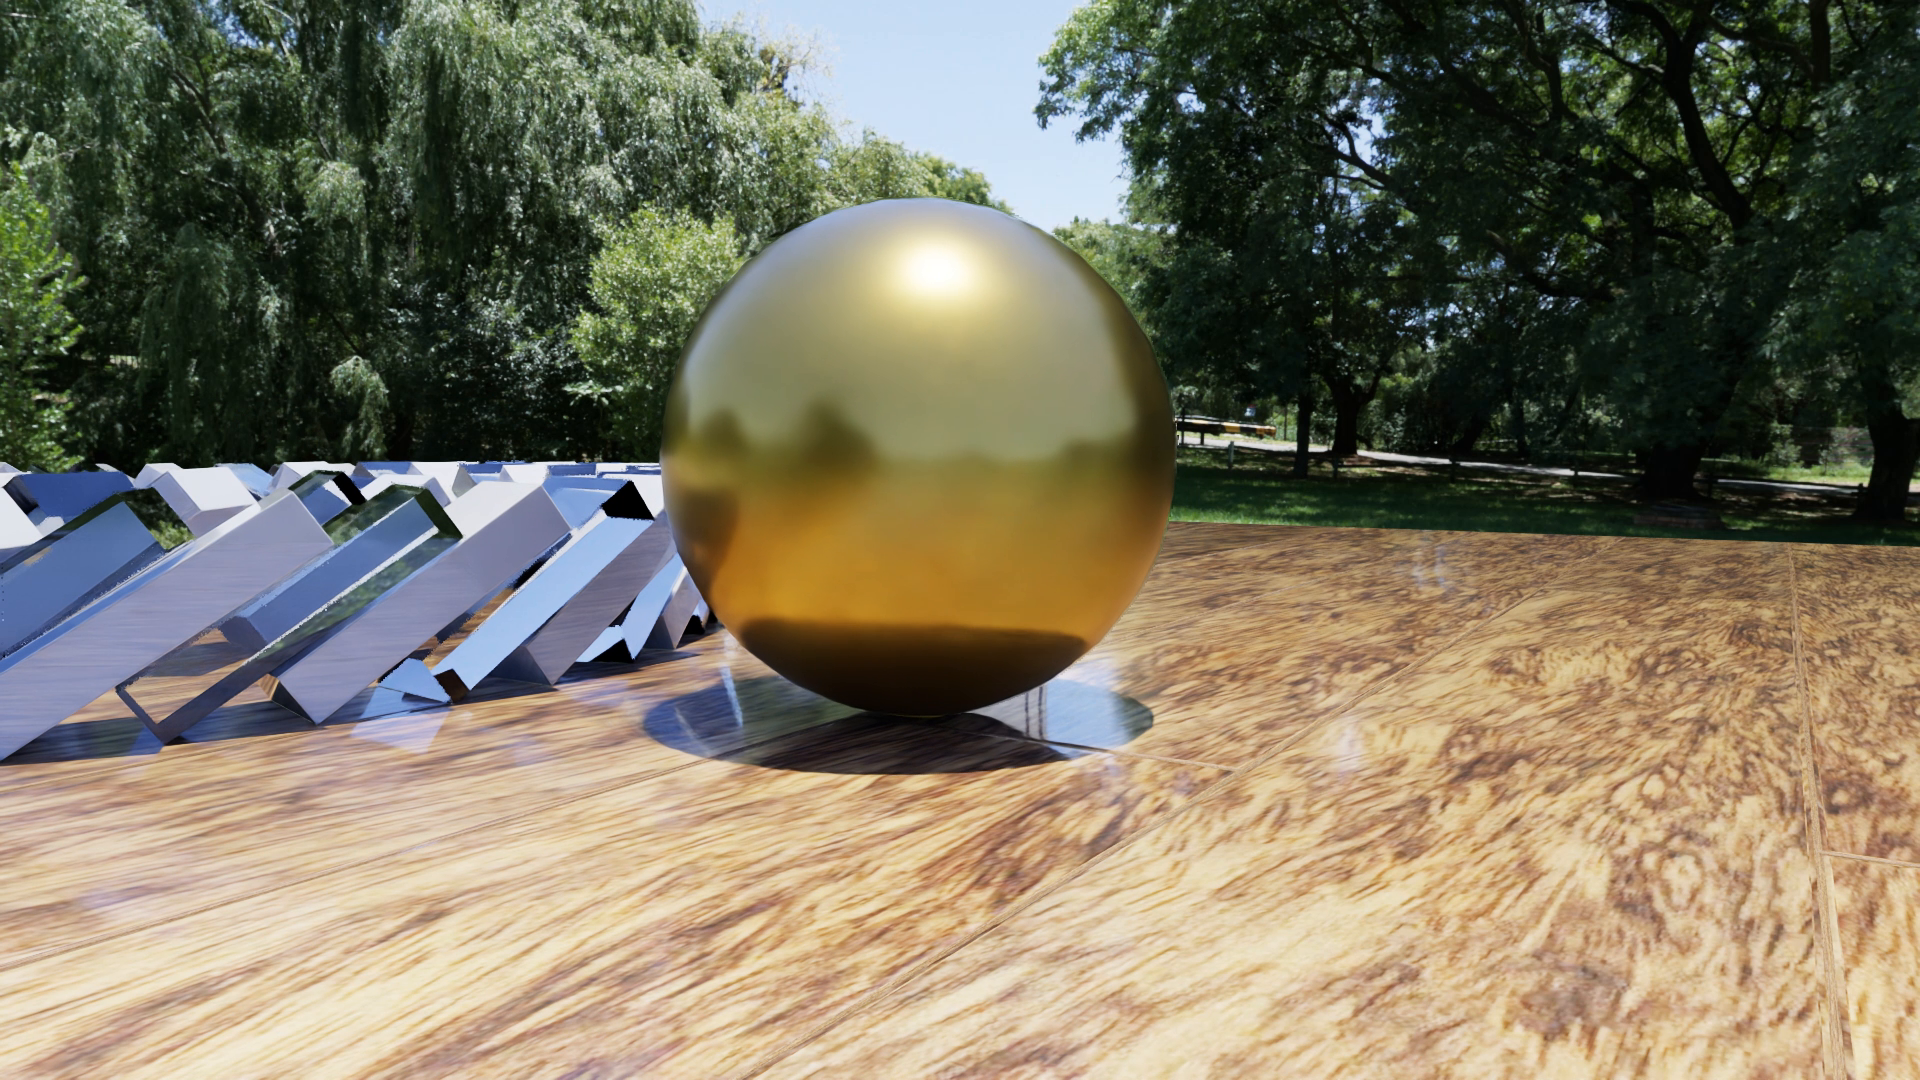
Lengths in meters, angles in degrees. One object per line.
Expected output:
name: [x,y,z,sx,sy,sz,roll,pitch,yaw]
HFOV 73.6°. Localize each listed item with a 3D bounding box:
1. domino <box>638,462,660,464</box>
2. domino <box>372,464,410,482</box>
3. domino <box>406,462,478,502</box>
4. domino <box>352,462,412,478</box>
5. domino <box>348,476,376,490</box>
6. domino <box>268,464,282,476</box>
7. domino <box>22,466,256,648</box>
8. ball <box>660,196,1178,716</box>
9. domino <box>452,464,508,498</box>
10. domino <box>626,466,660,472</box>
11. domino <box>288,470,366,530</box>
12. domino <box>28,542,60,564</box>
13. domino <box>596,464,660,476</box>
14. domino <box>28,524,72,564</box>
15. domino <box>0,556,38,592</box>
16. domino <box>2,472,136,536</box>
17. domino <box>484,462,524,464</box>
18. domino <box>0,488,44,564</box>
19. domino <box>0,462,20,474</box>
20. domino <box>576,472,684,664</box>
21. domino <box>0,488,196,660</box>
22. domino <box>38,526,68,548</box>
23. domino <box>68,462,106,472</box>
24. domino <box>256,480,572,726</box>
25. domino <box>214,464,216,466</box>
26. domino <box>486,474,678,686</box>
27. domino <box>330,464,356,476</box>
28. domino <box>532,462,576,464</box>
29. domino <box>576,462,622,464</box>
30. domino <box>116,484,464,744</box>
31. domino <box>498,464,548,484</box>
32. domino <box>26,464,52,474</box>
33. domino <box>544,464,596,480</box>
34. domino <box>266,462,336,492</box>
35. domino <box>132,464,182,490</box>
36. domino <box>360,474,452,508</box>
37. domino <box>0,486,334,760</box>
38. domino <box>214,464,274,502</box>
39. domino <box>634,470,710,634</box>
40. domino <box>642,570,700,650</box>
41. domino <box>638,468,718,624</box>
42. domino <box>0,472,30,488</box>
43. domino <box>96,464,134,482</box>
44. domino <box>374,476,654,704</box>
domino: [-0.103,-0.011,0.473,0.050,0.010,0.025,39,22,23]
domino: [-0.194,-0.011,0.485,0.050,0.009,0.025,33,3,-3]
domino: [-0.148,-0.006,0.399,0.050,0.010,0.025,40,21,21]
domino: [-0.165,-0.006,0.403,0.050,0.010,0.025,38,15,14]
domino: [-0.154,0.001,0.317,0.025,0.009,0.050,7,33,3]
domino: [-0.230,-0.011,0.477,0.050,0.009,0.025,33,-2,-11]
domino: [-0.166,0.005,0.251,0.050,0.010,0.025,-37,8,-2]
ball: [-0.006,-0.013,0.202,0.080,0.080,0.080,0,4,0]
domino: [-0.130,-0.005,0.391,0.050,0.010,0.025,43,27,27]
domino: [-0.076,-0.001,0.339,0.025,0.010,0.050,0,39,-11]
domino: [-0.152,0.004,0.272,0.025,0.010,0.050,5,42,50]
domino: [-0.320,-0.006,0.412,0.025,0.009,0.050,4,-27,40]
domino: [-0.086,-0.002,0.355,0.025,0.010,0.050,-1,40,-22]
domino: [-0.258,-0.002,0.346,0.025,0.009,0.050,3,-31,33]
domino: [-0.264,-0.001,0.329,0.025,0.009,0.050,2,-31,26]
domino: [-0.185,0.006,0.246,0.050,0.010,0.025,-36,0,8]
domino: [-0.156,-0.012,0.488,0.050,0.010,0.025,35,11,8]
domino: [-0.151,0.012,0.168,0.050,0.009,0.025,-36,10,-7]
domino: [-0.250,-0.004,0.364,0.025,0.010,0.050,5,-30,49]
domino: [-0.072,0.004,0.267,0.025,0.009,0.050,1,39,12]
domino: [-0.135,0.011,0.178,0.050,0.010,0.025,-37,17,-16]
domino: [-0.309,-0.007,0.428,0.025,0.009,0.050,5,-27,49]
domino: [-0.238,-0.004,0.380,0.050,0.010,0.025,37,-11,-21]
domino: [-0.092,0.009,0.214,0.025,0.010,0.050,5,40,48]
domino: [-0.248,-0.010,0.470,0.050,0.010,0.025,33,-6,-16]
domino: [-0.073,0.006,0.246,0.025,0.010,0.050,3,40,32]
domino: [-0.213,-0.011,0.481,0.050,0.009,0.025,33,-1,-9]
domino: [-0.138,-0.012,0.485,0.050,0.010,0.025,36,15,15]
domino: [-0.120,-0.011,0.480,0.050,0.010,0.025,37,18,19]
domino: [-0.105,0.010,0.201,0.050,0.010,0.025,-41,25,-26]
domino: [-0.115,-0.004,0.381,0.025,0.010,0.050,-4,41,-46]
domino: [-0.296,-0.008,0.442,0.050,0.010,0.025,37,-16,-30]
domino: [-0.100,-0.003,0.369,0.025,0.009,0.050,-3,40,-36]
domino: [-0.186,-0.006,0.399,0.050,0.009,0.025,36,4,-2]
domino: [-0.221,-0.005,0.388,0.050,0.009,0.025,35,-6,-16]
domino: [-0.141,0.003,0.288,0.025,0.010,0.050,4,39,41]
domino: [-0.119,0.011,0.189,0.050,0.010,0.025,-39,22,-23]
domino: [-0.204,-0.005,0.395,0.050,0.010,0.025,35,-1,-8]
domino: [-0.069,0.002,0.303,0.025,0.010,0.050,0,39,2]
domino: [-0.067,0.003,0.284,0.025,0.010,0.050,1,38,12]
domino: [-0.071,0.000,0.321,0.025,0.010,0.050,0,39,-3]
domino: [-0.203,0.006,0.247,0.050,0.010,0.025,-36,-6,15]
domino: [-0.281,-0.009,0.453,0.050,0.009,0.025,35,-12,-24]
domino: [-0.081,0.007,0.230,0.025,0.009,0.050,4,40,38]
